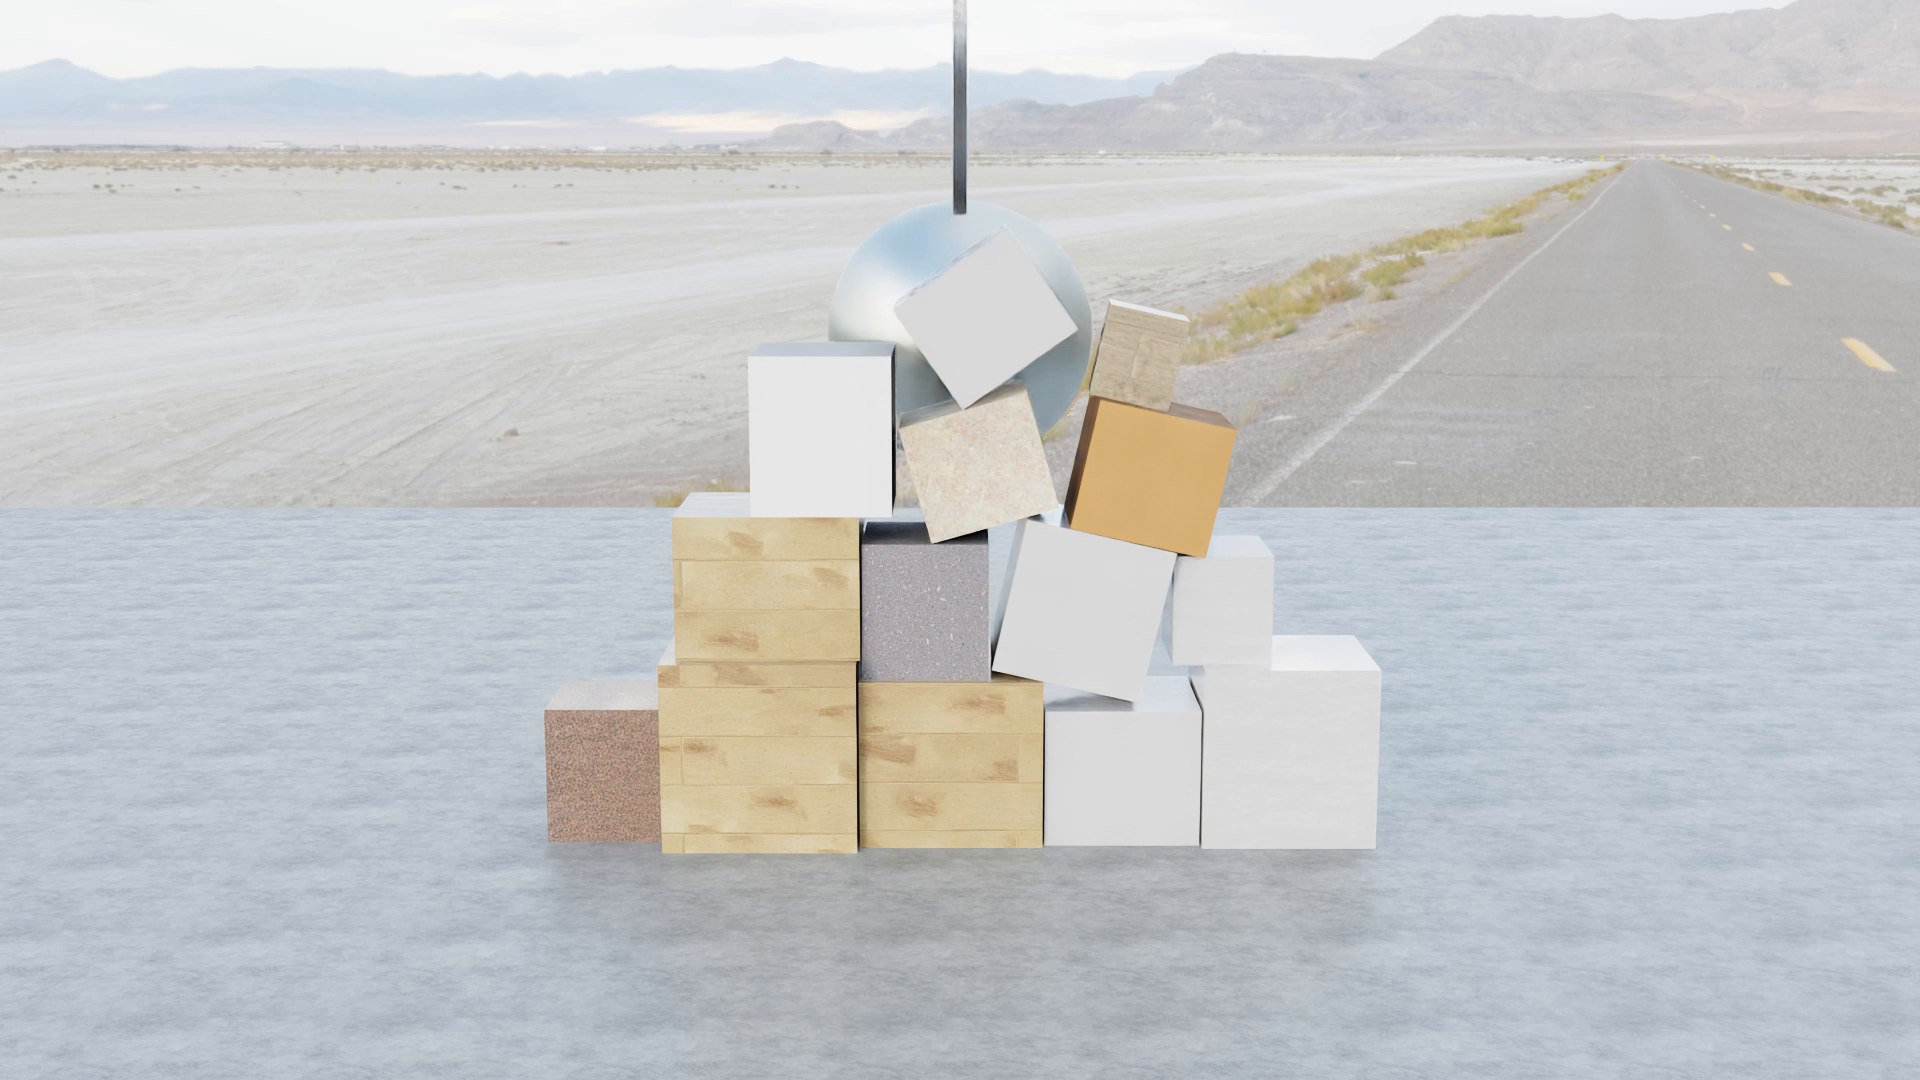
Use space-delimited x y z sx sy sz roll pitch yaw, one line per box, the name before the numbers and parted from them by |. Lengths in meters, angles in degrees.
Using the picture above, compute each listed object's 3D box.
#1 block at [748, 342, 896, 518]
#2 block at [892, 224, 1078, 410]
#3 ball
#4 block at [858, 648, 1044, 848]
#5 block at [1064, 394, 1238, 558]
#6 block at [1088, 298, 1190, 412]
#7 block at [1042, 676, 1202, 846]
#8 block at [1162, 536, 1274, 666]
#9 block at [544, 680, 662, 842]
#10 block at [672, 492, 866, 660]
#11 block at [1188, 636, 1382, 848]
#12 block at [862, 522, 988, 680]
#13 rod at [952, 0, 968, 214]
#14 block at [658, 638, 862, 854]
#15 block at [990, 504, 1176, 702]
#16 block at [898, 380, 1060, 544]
block | -0.679 -0.567 11.074 0.691 0.788 0.761 0 10 0
block | 0.122 -1.126 10.992 0.686 0.598 0.638 -35 8 6
ball | 0.000 -1.247 13.286 1.600 1.600 1.600 0 10 0
block | -0.044 1.059 11.357 0.916 0.853 0.774 0 10 0
block | 0.948 -0.357 11.109 0.685 0.652 0.696 12 10 -2
block | 0.894 -0.931 11.029 0.401 0.455 0.436 13 10 1
block | 0.814 1.132 11.393 0.781 0.696 0.742 0 10 0
block | 1.309 0.301 11.229 0.495 0.552 0.589 0 10 0
block | -1.792 1.137 11.384 0.590 0.691 0.608 0 10 0
block | -0.954 0.174 11.215 0.916 0.720 0.776 0 10 0
block | 1.651 1.027 11.348 0.872 0.919 0.792 0 10 0
block | -0.172 0.302 11.219 0.628 0.687 0.670 0 10 0
rod | 0.000 -4.106 11.445 0.080 5.200 0.080 0 33 0
block | -1.000 1.005 11.346 0.974 0.963 0.936 0 10 0
block | 0.613 0.291 11.230 0.754 0.777 0.737 13 10 -2
block | 0.094 -0.406 11.097 0.653 0.592 0.639 -16 10 3
